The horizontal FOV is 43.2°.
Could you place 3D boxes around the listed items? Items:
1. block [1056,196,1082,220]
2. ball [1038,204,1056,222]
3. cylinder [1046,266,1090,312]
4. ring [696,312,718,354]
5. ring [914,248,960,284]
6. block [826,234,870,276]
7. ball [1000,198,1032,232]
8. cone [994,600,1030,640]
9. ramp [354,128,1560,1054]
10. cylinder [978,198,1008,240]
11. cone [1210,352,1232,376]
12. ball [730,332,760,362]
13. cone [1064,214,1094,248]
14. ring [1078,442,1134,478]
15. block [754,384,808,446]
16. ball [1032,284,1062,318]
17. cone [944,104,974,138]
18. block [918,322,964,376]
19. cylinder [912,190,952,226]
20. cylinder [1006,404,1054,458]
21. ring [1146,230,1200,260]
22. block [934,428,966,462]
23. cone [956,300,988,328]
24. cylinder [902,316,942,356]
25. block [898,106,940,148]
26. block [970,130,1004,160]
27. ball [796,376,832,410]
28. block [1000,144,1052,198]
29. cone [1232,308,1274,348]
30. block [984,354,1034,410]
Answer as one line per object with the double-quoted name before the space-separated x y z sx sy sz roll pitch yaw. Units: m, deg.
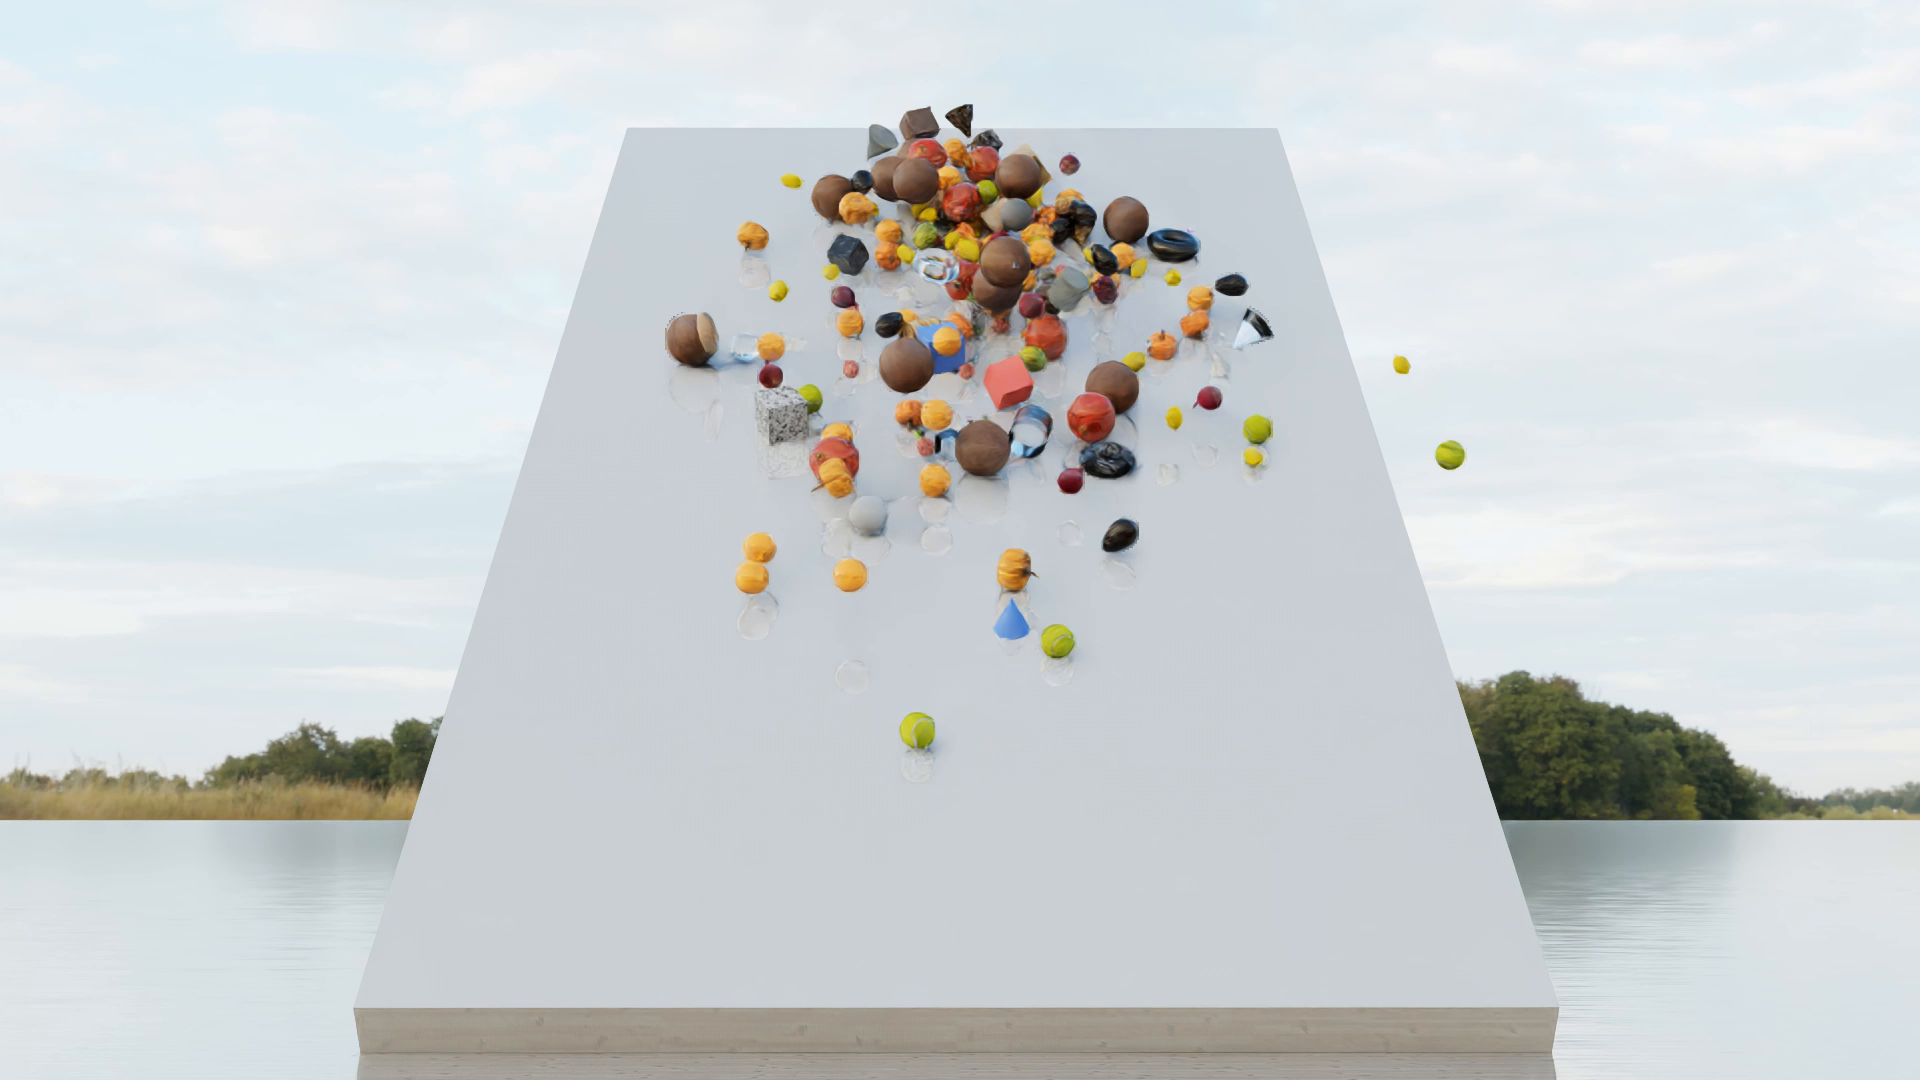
"block" 0.301 -0.919 6.711 0.051 0.051 0.051 -3 -12 32
"ball" 0.246 -0.918 6.822 0.053 0.053 0.053 0 -6 0
"cylinder" 0.268 -0.620 6.001 0.078 0.078 0.078 5 -42 -36
"ring" -0.617 -0.507 5.934 0.035 0.106 0.106 -14 -7 3
"ring" -0.060 -0.702 6.210 0.123 0.123 0.041 2 -47 -17
"block" -0.296 -0.754 6.424 0.072 0.072 0.072 19 -24 32
"ball" 0.147 -0.853 6.366 0.086 0.086 0.086 0 -6 0
"cone" 0.107 0.152 4.995 0.077 0.077 0.077 0 31 0
"ramp" -0.014 -0.204 5.766 2.000 0.100 4.000 0 31 0
"cylinder" 0.110 -0.888 6.697 0.085 0.085 0.085 -36 -8 0
"cone" 0.637 -0.443 5.994 0.057 0.057 0.057 -15 31 9
"ball" -0.535 -0.484 6.064 0.075 0.075 0.075 0 -6 0
"cone" 0.333 -0.839 6.703 0.085 0.085 0.085 -2 -33 -1
"ring" 0.339 -0.185 5.597 0.131 0.044 0.131 1 30 0
"block" -0.423 -0.295 5.726 0.096 0.096 0.096 -13 33 -21
"ball" 0.225 -0.609 6.189 0.086 0.086 0.086 0 -6 0
"cone" 0.013 -1.204 7.046 0.090 0.090 0.090 -21 -7 -3
"block" -0.048 -0.476 6.037 0.091 0.091 0.091 -10 32 -17
"cylinder" -0.079 -0.934 6.812 0.082 0.082 0.082 -23 7 -33
"cylinder" 0.164 -0.253 5.662 0.092 0.092 0.092 -2 30 15
"ring" 0.582 -0.808 6.634 0.146 0.049 0.146 5 29 -3
"block" -0.024 -0.220 5.644 0.052 0.052 0.052 -22 37 -32
"cone" 0.043 -0.590 6.227 0.078 0.078 0.078 -20 3 -26
"cylinder" -0.093 -0.514 6.109 0.083 0.083 0.083 -14 -1 -22
"block" -0.121 -1.219 7.174 0.080 0.080 0.080 -15 -18 -24
"block" 0.078 -1.175 7.218 0.060 0.060 0.060 -24 -16 -42
"ball" -0.349 -0.351 5.798 0.085 0.085 0.085 0 -6 0
"block" 0.190 -1.064 6.987 0.095 0.095 0.095 -36 -54 5
"cone" 0.723 -0.517 6.131 0.096 0.096 0.096 -43 -3 -6
"block" 0.117 -0.378 5.835 0.085 0.085 0.085 -21 -19 -16
